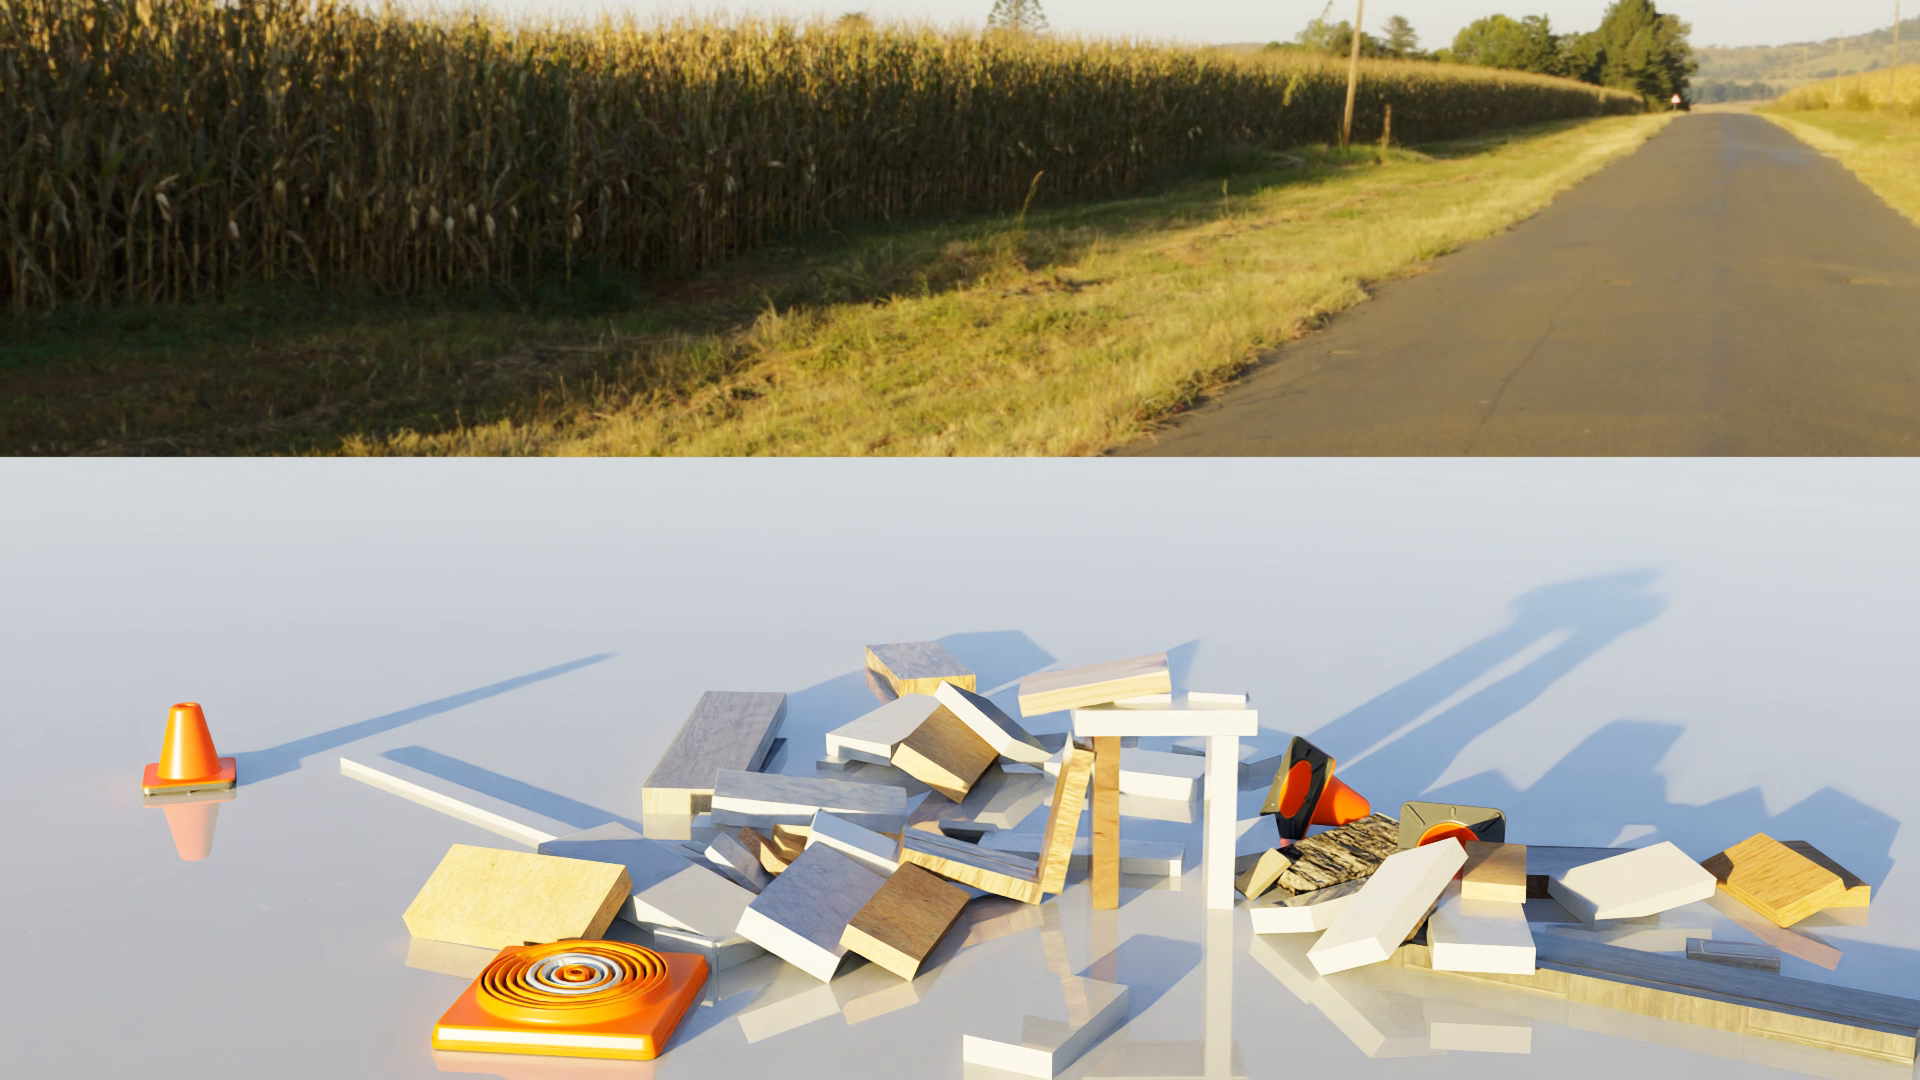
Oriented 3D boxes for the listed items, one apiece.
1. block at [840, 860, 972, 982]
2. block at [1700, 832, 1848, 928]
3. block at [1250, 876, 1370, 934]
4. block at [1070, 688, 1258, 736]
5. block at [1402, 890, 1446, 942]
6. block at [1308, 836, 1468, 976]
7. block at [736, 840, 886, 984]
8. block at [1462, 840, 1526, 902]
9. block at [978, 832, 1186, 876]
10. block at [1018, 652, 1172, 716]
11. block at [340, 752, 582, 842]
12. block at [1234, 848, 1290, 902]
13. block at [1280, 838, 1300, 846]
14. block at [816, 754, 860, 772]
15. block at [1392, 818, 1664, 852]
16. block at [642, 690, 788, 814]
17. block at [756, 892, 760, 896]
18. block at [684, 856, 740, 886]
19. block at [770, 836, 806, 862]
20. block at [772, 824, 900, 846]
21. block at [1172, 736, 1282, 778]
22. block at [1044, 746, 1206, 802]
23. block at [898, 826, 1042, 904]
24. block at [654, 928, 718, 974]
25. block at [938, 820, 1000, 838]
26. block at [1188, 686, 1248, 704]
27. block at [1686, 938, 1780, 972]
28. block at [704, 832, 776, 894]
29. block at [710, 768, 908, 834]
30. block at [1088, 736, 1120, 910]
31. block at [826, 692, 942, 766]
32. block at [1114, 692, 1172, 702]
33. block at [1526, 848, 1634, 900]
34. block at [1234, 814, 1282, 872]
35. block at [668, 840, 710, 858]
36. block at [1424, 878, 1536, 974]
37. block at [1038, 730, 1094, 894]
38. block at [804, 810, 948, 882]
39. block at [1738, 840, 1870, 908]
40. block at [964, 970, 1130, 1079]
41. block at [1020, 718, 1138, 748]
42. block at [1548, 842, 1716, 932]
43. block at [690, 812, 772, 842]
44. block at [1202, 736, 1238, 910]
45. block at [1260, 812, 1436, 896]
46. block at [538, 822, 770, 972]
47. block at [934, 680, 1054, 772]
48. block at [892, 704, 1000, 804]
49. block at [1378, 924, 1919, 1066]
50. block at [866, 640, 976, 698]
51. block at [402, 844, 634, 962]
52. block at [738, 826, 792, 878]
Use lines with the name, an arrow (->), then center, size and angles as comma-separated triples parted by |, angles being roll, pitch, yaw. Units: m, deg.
block -> -0.081, 0.592, 3.440 | 0.122, 0.035, 0.303 | 26, 16, 9
block -> 1.338, 0.559, 3.624 | 0.119, 0.034, 0.239 | -25, 14, -6
block -> 0.613, 0.579, 3.512 | 0.275, 0.039, 0.138 | -8, -5, -35
block -> 0.332, 0.282, 3.613 | 0.292, 0.041, 0.146 | 0, 11, -1
block -> 0.685, 0.572, 3.354 | 0.066, 0.019, 0.132 | -28, 6, 43
block -> 0.654, 0.557, 3.355 | 0.138, 0.039, 0.275 | -28, 7, 46
block -> -0.217, 0.577, 3.440 | 0.161, 0.046, 0.322 | 28, 16, 9
block -> 0.848, 0.524, 3.485 | 0.095, 0.027, 0.191 | 3, 12, 14
block -> 0.211, 0.546, 3.832 | 0.357, 0.027, 0.095 | 2, 11, 11
block -> 0.222, 0.236, 3.609 | 0.245, 0.035, 0.122 | -10, 10, 6
block -> -0.863, 0.503, 4.088 | 0.994, 0.017, 0.061 | 10, 15, 43
block -> 0.502, 0.556, 3.654 | 0.092, 0.013, 0.046 | -41, 35, -11
block -> 0.618, 0.547, 3.852 | 0.132, 0.019, 0.066 | 3, 11, 13
block -> -0.237, 0.440, 4.430 | 0.061, 0.017, 0.121 | 4, 11, 20
block -> 0.970, 0.534, 3.869 | 0.514, 0.038, 0.133 | 1, 11, 5
block -> -0.480, 0.417, 4.394 | 0.175, 0.049, 0.625 | 1, 13, 4
block -> -0.258, 0.593, 3.547 | 0.132, 0.019, 0.066 | -2, 29, -12
block -> -0.432, 0.555, 3.671 | 0.148, 0.021, 0.074 | 3, 15, 13
block -> -0.253, 0.541, 3.736 | 0.129, 0.018, 0.064 | 24, 2, -21
block -> -0.194, 0.523, 3.817 | 0.241, 0.034, 0.121 | 3, -10, 10
block -> 0.536, 0.435, 4.427 | 0.101, 0.029, 0.202 | -10, 14, -42
block -> 0.336, 0.451, 4.296 | 0.309, 0.044, 0.154 | 4, 11, 22
block -> 0.017, 0.540, 3.661 | 0.241, 0.034, 0.121 | 16, 10, -5
block -> -0.417, 0.624, 3.341 | 0.104, 0.052, 0.015 | 5, 12, 27
block -> 0.017, 0.519, 3.943 | 0.103, 0.015, 0.052 | 3, -22, 14
block -> 0.425, 0.254, 3.613 | 0.092, 0.013, 0.046 | 3, 11, 14
block -> 1.184, 0.636, 3.372 | 0.132, 0.019, 0.066 | 3, 11, 15
block -> -0.358, 0.543, 3.639 | 0.132, 0.019, 0.066 | 40, 20, 0
block -> -0.273, 0.482, 4.001 | 0.349, 0.049, 0.175 | 6, 10, -4
block -> 0.237, 0.447, 3.640 | 0.041, 0.292, 0.146 | 0, 11, 0
block -> -0.120, 0.386, 4.505 | 0.154, 0.044, 0.309 | 7, 16, 32
block -> 0.298, 0.255, 3.609 | 0.092, 0.013, 0.046 | 0, 11, -2
block -> 1.018, 0.562, 3.708 | 0.290, 0.041, 0.145 | 1, 11, 4
block -> 0.514, 0.531, 3.853 | 0.095, 0.027, 0.191 | -13, 9, 7
block -> -0.436, 0.557, 3.778 | 0.087, 0.025, 0.174 | -9, 14, -41
block -> 0.786, 0.586, 3.355 | 0.145, 0.041, 0.290 | 1, 11, 8
block -> 0.173, 0.446, 3.617 | 0.035, 0.245, 0.122 | 12, 10, -2
block -> -0.136, 0.526, 3.670 | 0.241, 0.034, 0.121 | 22, 9, -3
block -> 1.424, 0.563, 3.720 | 0.119, 0.034, 0.239 | -1, 11, -5
block -> 0.125, 0.678, 3.091 | 0.133, 0.038, 0.266 | 5, 12, 27
block -> 0.160, 0.406, 4.581 | 0.415, 0.029, 0.101 | -3, 11, -18
block -> 1.092, 0.562, 3.577 | 0.239, 0.034, 0.119 | -11, 28, -20
block -> -0.393, 0.520, 3.980 | 0.174, 0.025, 0.087 | 1, 11, 5
block -> 0.430, 0.446, 3.641 | 0.041, 0.292, 0.146 | 1, 11, 3
block -> 0.658, 0.539, 3.721 | 0.275, 0.039, 0.138 | -13, 23, -32
block -> -0.474, 0.564, 3.522 | 0.447, 0.046, 0.161 | 19, 20, 39
block -> 0.070, 0.373, 4.415 | 0.133, 0.038, 0.266 | 26, 7, -39
block -> -0.017, 0.415, 4.306 | 0.154, 0.044, 0.309 | 31, 16, 7
block -> 0.995, 0.649, 3.239 | 0.779, 0.041, 0.145 | 6, 12, 29
block -> -0.095, 0.301, 5.090 | 0.175, 0.049, 0.349 | -3, 11, -15
block -> -0.694, 0.568, 3.455 | 0.322, 0.046, 0.161 | 3, 39, 23
block -> -0.311, 0.543, 3.725 | 0.087, 0.025, 0.192 | 36, -4, -23
